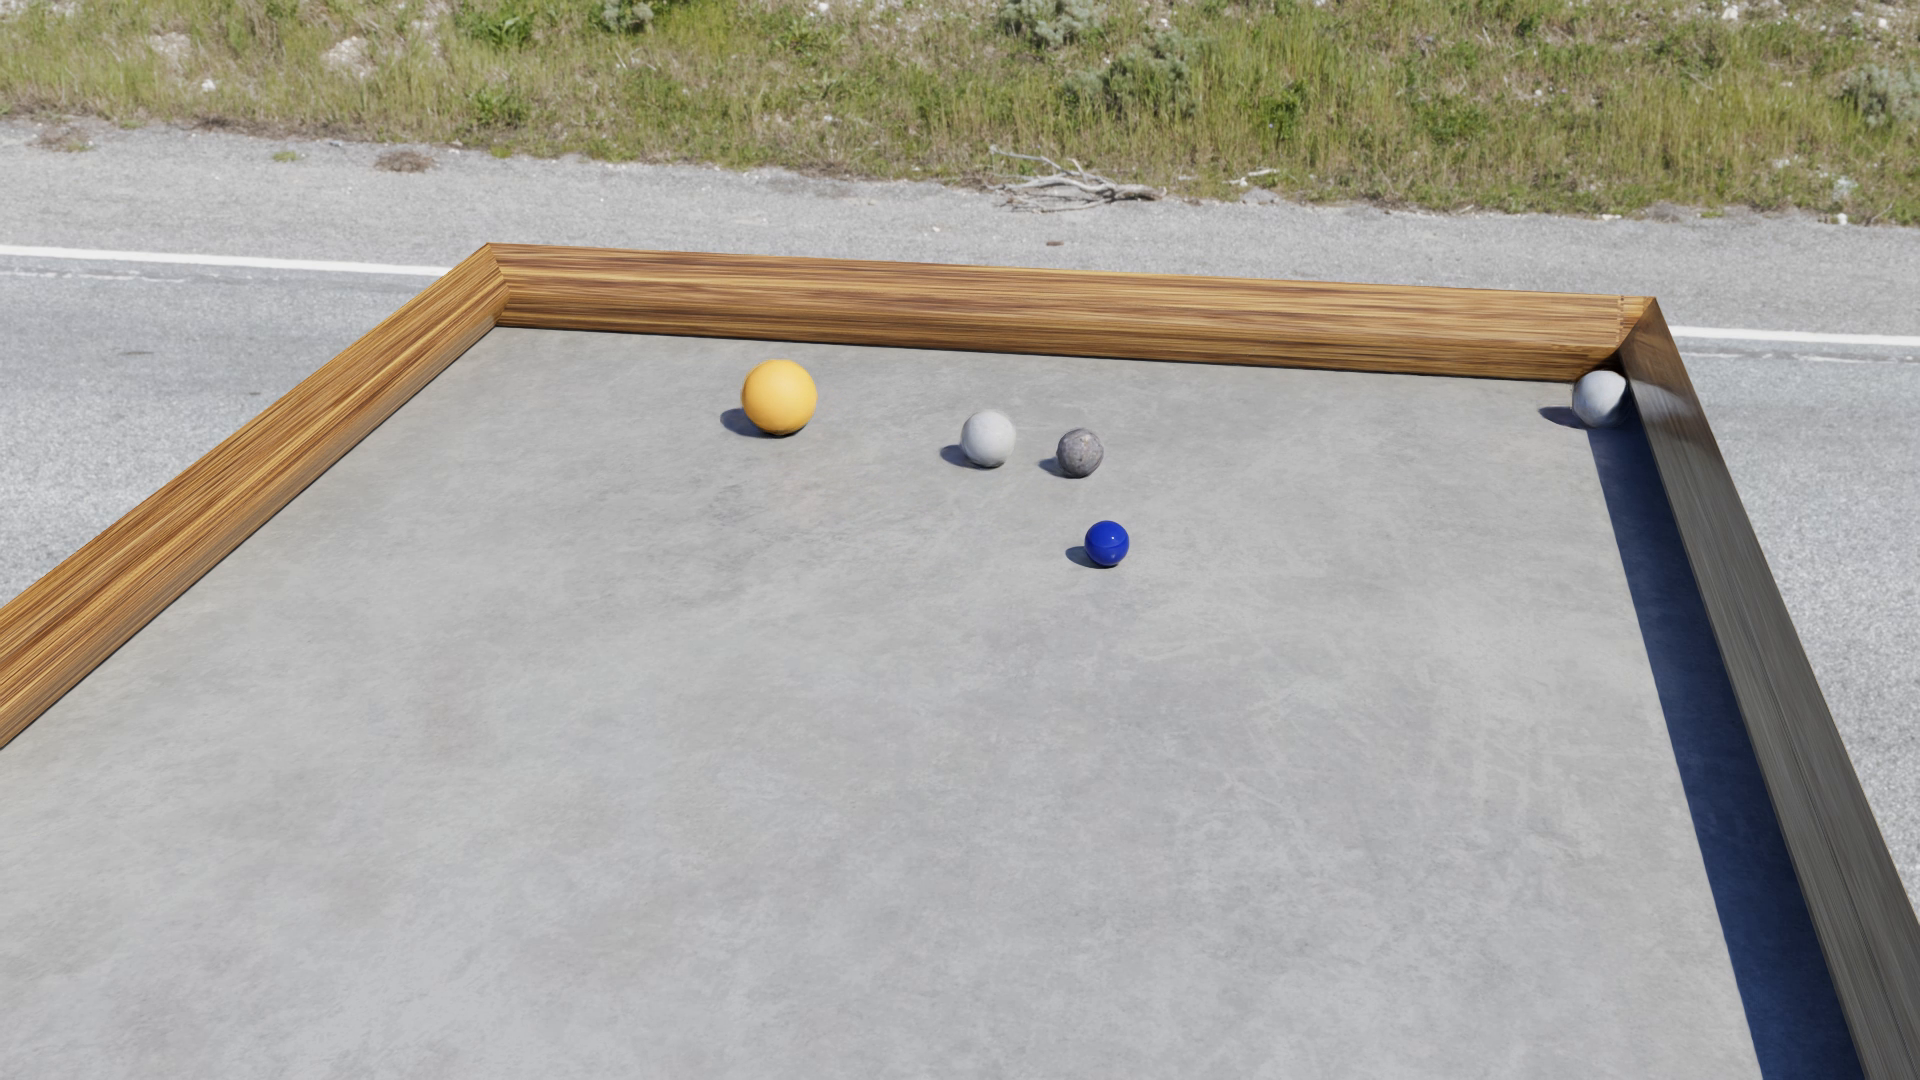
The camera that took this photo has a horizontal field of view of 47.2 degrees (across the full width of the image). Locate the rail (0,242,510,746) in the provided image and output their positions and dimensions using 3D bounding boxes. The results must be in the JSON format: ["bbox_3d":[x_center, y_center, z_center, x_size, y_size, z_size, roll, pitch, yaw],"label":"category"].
[{"bbox_3d":[-0.871,0.208,1.771,0.045,0.119,2.887,4,24,9],"label":"rail"}]

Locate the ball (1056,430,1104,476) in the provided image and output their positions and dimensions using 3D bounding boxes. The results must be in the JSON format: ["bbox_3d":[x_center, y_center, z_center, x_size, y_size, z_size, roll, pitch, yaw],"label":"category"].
[{"bbox_3d":[0.140,-0.102,2.571,0.055,0.055,0.055,0,23,0],"label":"ball"}]

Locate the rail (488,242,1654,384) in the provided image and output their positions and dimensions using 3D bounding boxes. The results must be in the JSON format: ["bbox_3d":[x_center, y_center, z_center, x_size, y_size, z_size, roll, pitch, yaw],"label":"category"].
[{"bbox_3d":[0.114,-0.299,2.942,1.573,0.119,0.045,4,24,9],"label":"rail"}]

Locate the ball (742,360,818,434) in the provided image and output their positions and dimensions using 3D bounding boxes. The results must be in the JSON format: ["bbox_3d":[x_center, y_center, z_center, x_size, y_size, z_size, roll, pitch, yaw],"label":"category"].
[{"bbox_3d":[-0.221,-0.175,2.692,0.092,0.092,0.092,0,23,0],"label":"ball"}]

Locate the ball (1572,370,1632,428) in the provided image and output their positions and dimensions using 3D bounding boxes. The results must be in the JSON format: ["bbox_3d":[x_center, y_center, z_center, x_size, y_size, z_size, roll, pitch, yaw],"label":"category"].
[{"bbox_3d":[0.793,-0.175,2.718,0.072,0.072,0.072,0,23,0],"label":"ball"}]

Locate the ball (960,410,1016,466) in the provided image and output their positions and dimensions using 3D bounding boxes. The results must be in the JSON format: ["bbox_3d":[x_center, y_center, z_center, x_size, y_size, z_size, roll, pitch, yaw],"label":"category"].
[{"bbox_3d":[0.034,-0.120,2.597,0.067,0.067,0.067,0,23,0],"label":"ball"}]

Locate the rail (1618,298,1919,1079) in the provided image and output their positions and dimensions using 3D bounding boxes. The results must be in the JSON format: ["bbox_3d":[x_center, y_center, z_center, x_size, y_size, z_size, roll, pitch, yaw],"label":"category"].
[{"bbox_3d":[0.635,0.307,1.542,0.045,0.119,2.887,4,24,9],"label":"rail"}]

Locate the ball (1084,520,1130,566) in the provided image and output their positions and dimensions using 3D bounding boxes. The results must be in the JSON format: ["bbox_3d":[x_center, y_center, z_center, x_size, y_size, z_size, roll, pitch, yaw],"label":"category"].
[{"bbox_3d":[0.156,0.003,2.334,0.049,0.049,0.049,0,23,0],"label":"ball"}]
